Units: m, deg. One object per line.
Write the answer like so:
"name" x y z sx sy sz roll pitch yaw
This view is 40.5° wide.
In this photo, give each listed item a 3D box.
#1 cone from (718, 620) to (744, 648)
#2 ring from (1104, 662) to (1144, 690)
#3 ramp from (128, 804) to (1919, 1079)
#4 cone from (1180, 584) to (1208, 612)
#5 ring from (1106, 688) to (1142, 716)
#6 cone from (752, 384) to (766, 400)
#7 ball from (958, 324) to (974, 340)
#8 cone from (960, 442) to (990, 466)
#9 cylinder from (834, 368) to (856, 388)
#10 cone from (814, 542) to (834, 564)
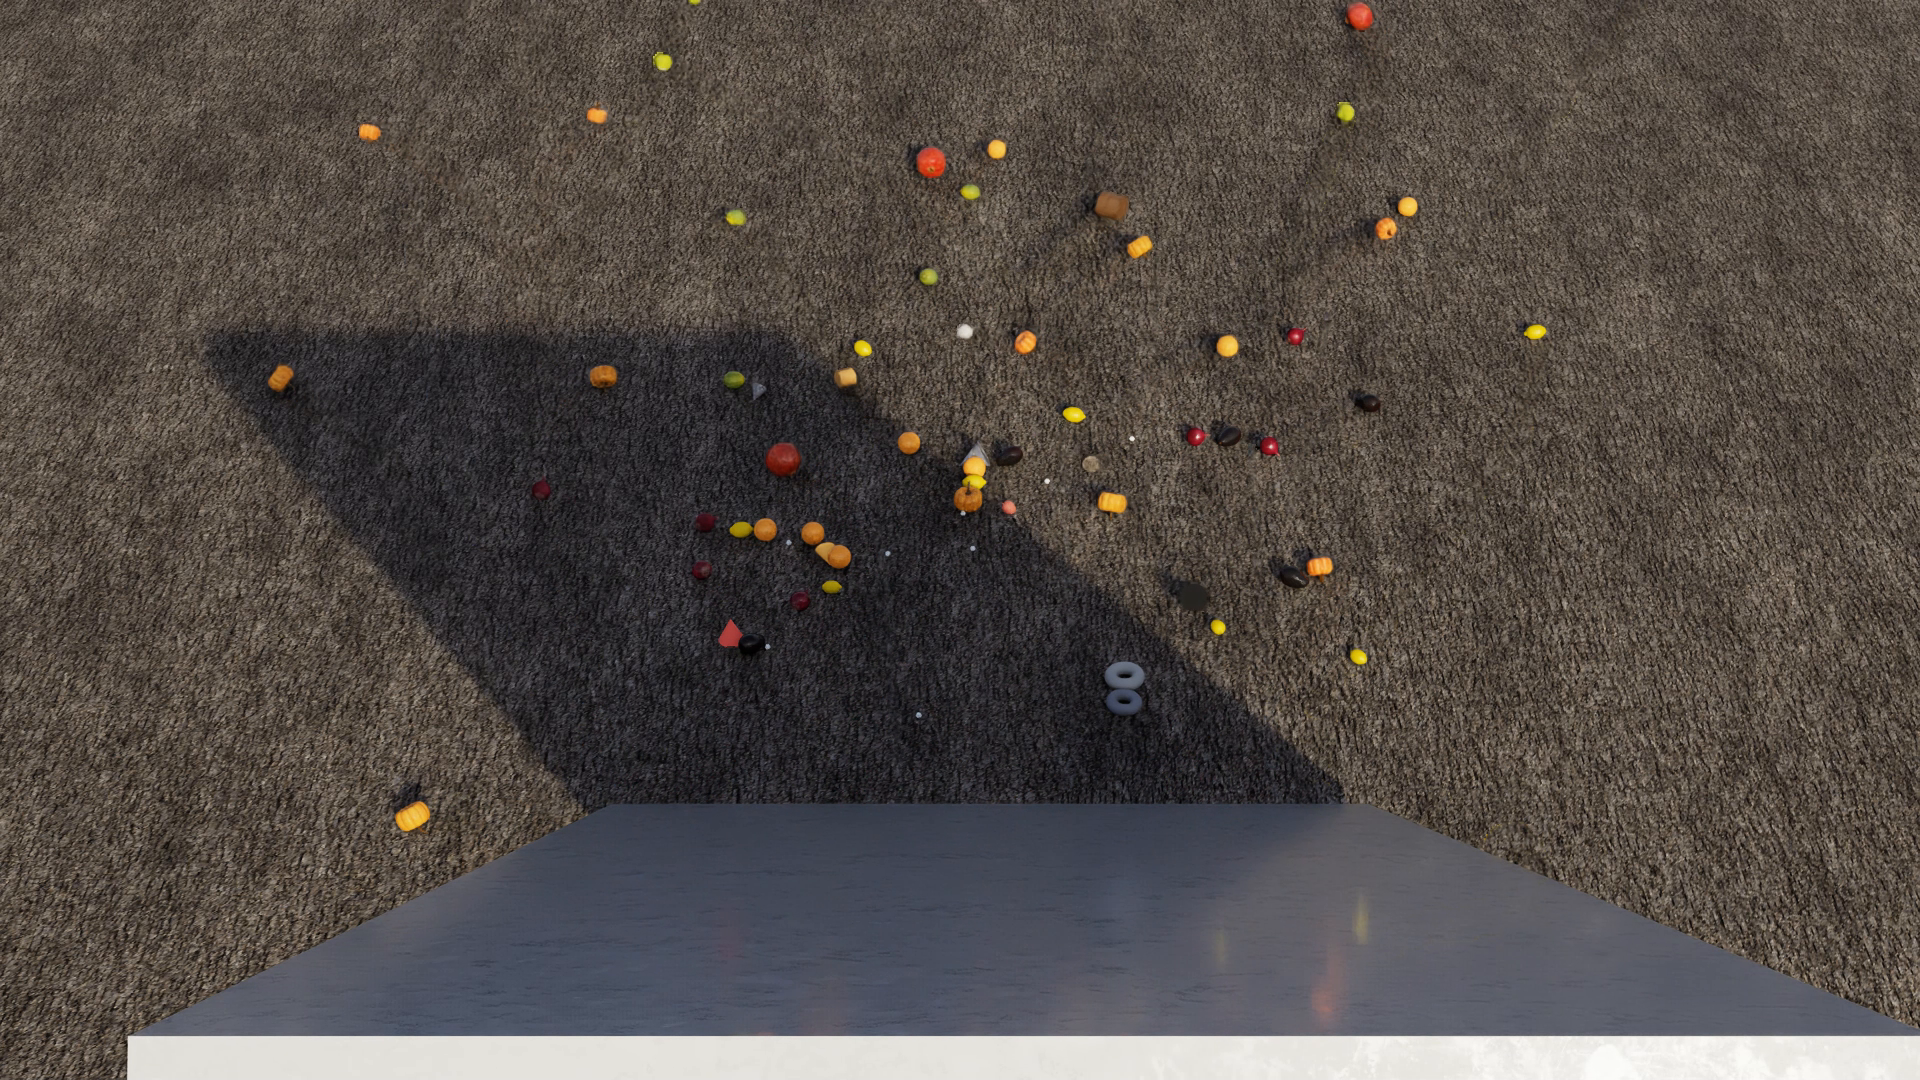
"cone" -0.665 0.259 7.550 0.077 0.077 0.077 0 36 0
"ring" 0.469 0.389 7.404 0.115 0.038 0.115 -1 36 1
"ramp" 0.079 0.673 4.873 2.000 0.100 4.000 0 -2 0
"cone" 0.697 0.164 7.715 0.083 0.083 0.083 5 9 7
"ring" 0.462 0.457 7.313 0.103 0.034 0.103 1 37 -1
"cone" -0.675 -0.482 8.619 0.055 0.055 0.055 13 64 17
"ball" 0.020 -0.713 8.916 0.051 0.051 0.051 0 36 0
"cone" 0.036 -0.256 8.292 0.090 0.090 0.090 -27 36 9
"cylinder" -0.381 -0.539 8.671 0.055 0.055 0.055 -16 39 -21
"cone" -0.402 0.050 7.880 0.063 0.063 0.063 -11 64 -15
